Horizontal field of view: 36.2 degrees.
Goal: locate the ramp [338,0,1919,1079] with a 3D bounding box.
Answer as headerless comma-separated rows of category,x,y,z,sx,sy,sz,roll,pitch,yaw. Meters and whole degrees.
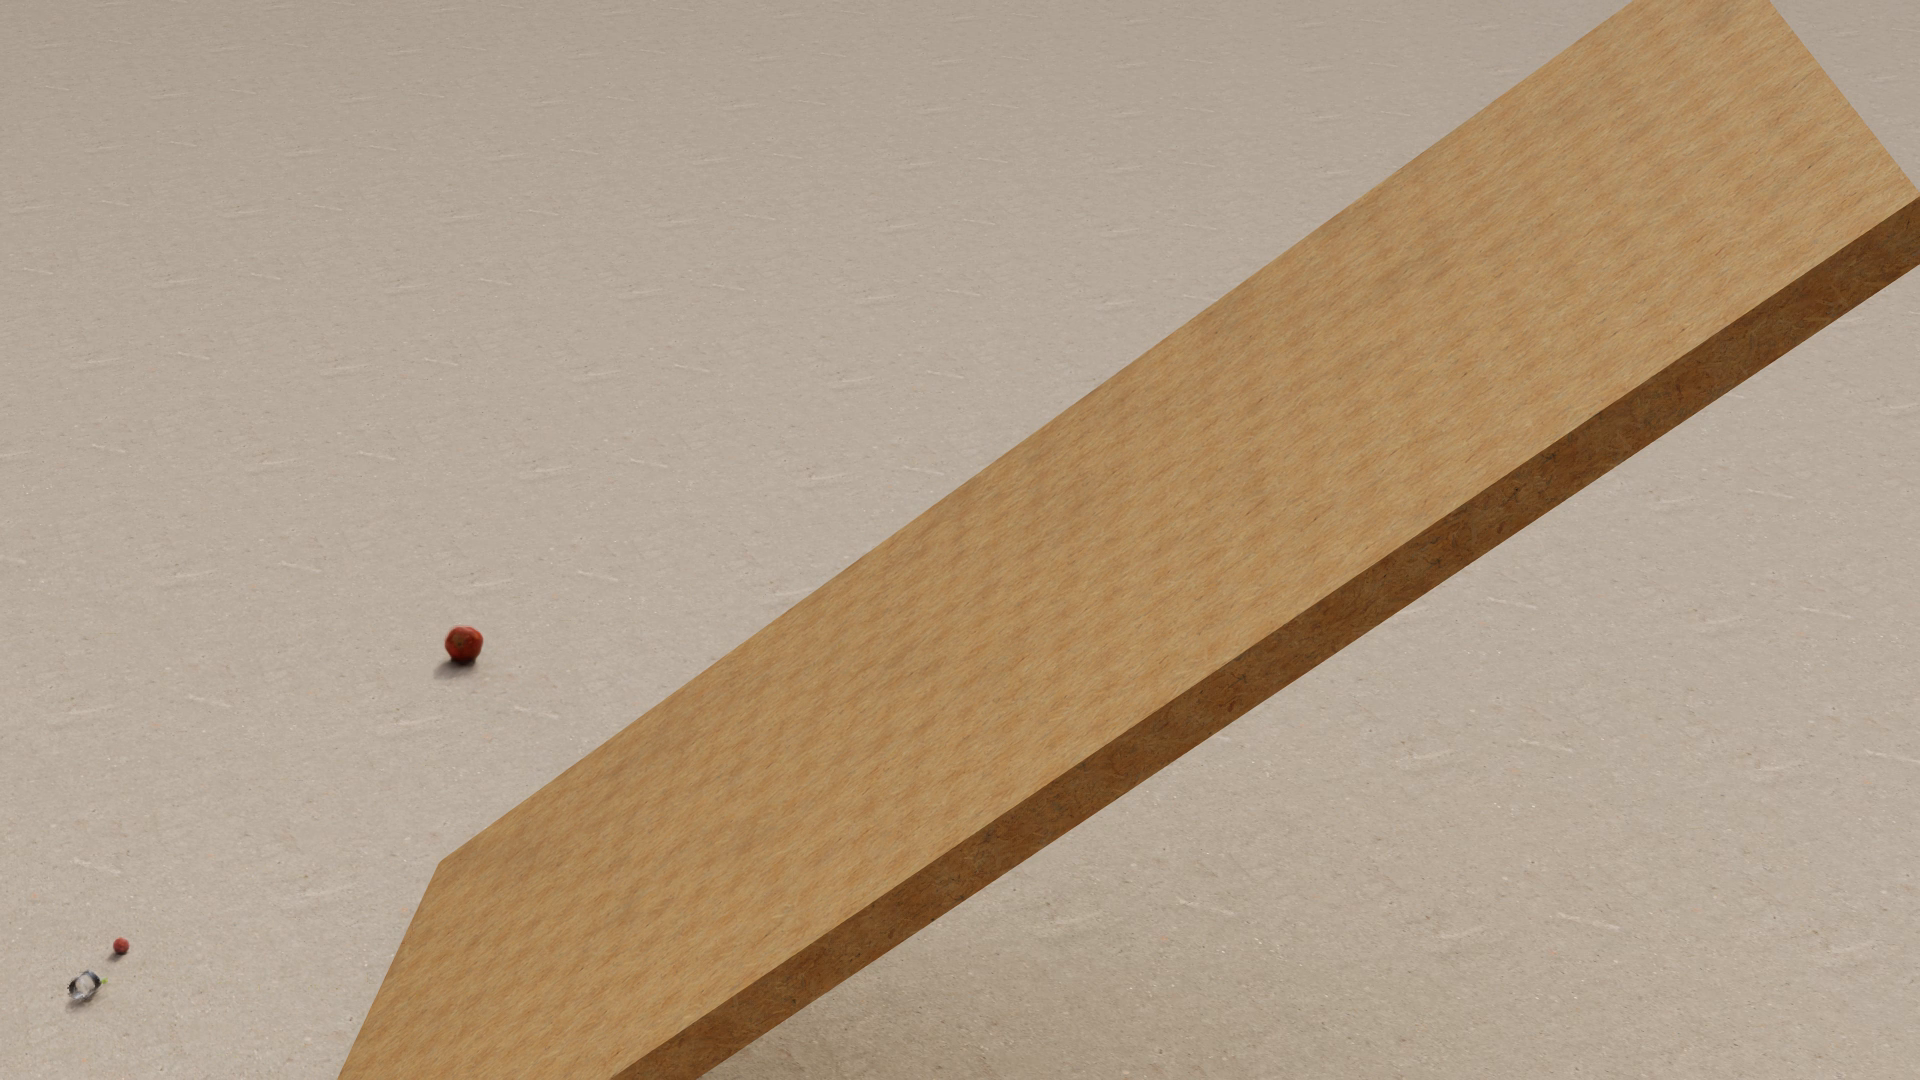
ramp,0.122,0.184,6.336,4.000,0.100,2.000,-36,16,18
